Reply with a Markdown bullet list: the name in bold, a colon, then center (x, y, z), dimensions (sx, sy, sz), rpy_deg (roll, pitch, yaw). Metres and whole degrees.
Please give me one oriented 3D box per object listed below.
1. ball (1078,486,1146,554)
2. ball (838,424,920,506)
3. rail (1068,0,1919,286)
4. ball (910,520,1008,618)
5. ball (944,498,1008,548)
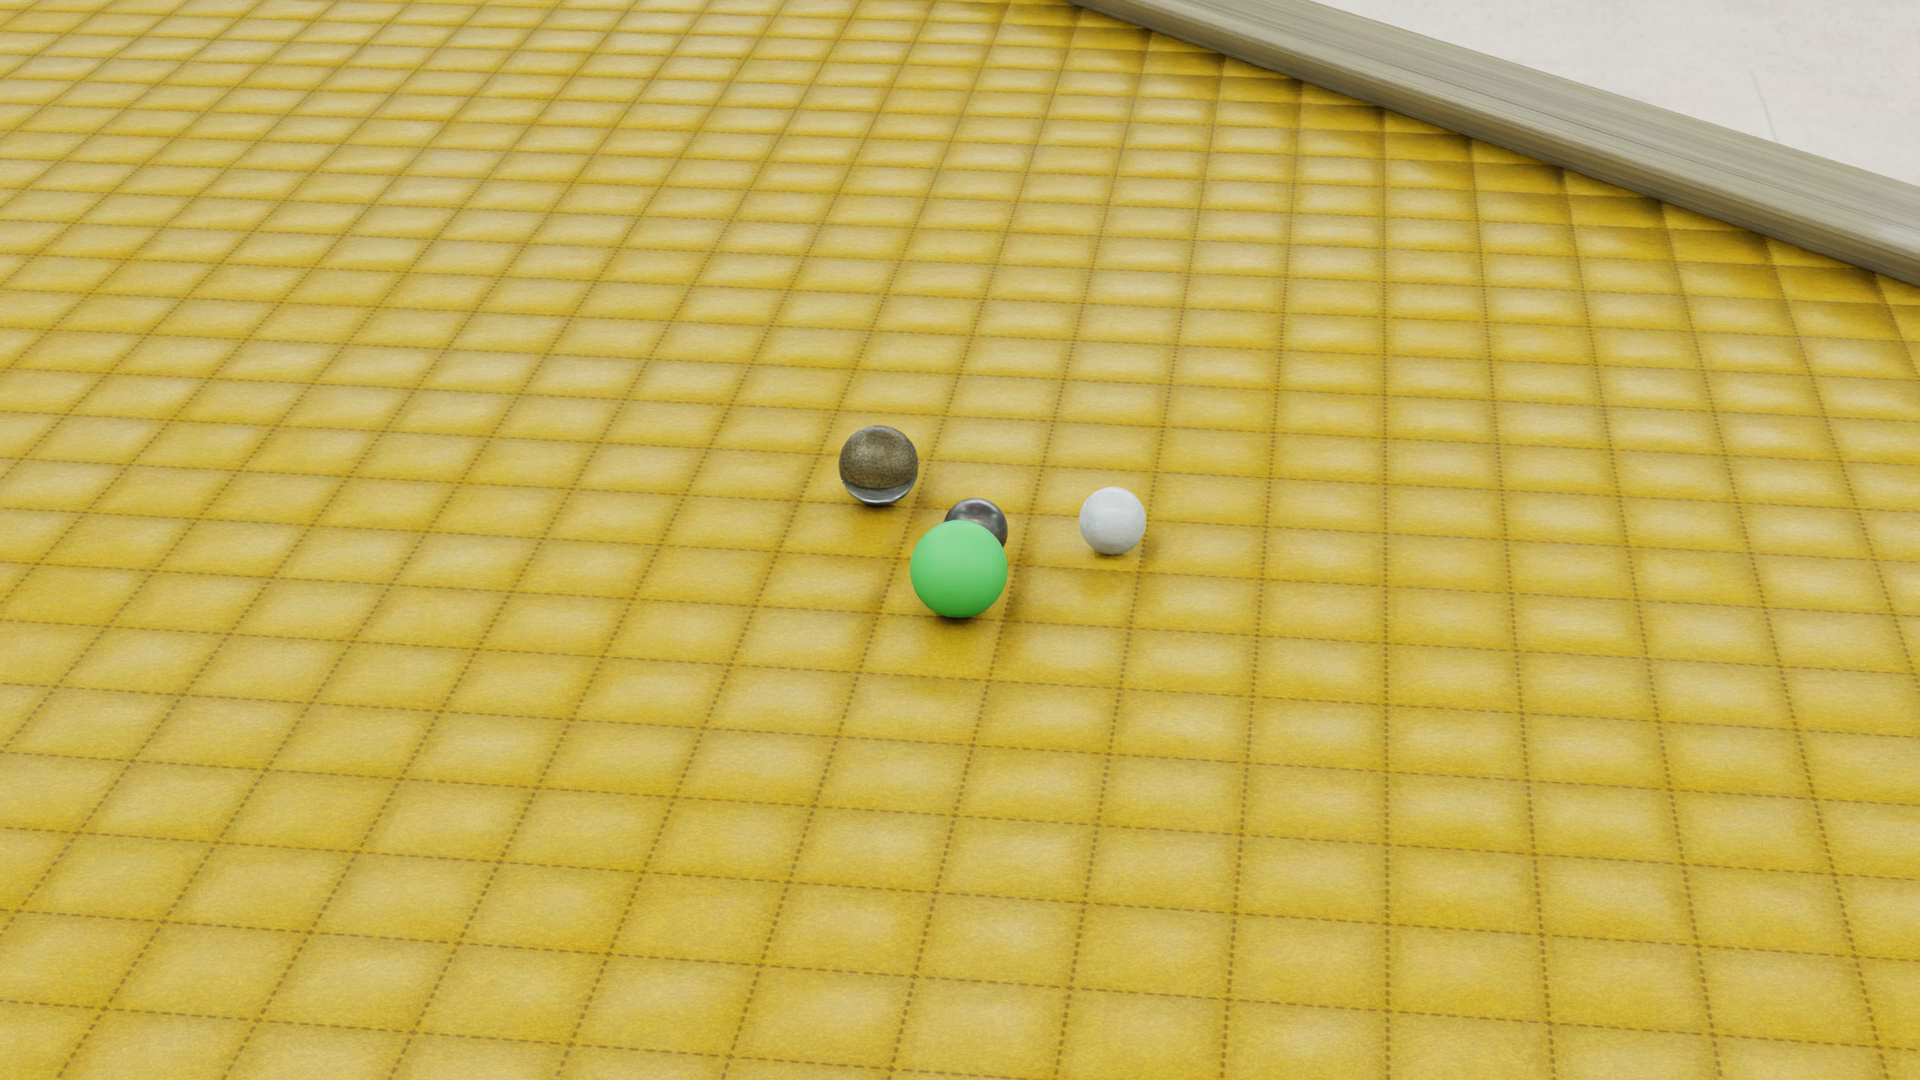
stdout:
- **ball**: center (0.111, -0.014, 2.147), dimensions (0.050, 0.050, 0.050), rpy_deg (0, 26, 0)
- **ball**: center (-0.061, -0.056, 2.221), dimensions (0.061, 0.061, 0.061), rpy_deg (0, 26, 0)
- **rail**: center (0.173, -0.642, 3.403), dimensions (0.045, 0.089, 4.150), rpy_deg (-19, 31, -33)
- **ball**: center (-0.001, 0.020, 2.053), dimensions (0.069, 0.069, 0.069), rpy_deg (0, 26, 0)
- **ball**: center (0.011, -0.007, 2.133), dimensions (0.048, 0.048, 0.048), rpy_deg (0, 26, 0)
